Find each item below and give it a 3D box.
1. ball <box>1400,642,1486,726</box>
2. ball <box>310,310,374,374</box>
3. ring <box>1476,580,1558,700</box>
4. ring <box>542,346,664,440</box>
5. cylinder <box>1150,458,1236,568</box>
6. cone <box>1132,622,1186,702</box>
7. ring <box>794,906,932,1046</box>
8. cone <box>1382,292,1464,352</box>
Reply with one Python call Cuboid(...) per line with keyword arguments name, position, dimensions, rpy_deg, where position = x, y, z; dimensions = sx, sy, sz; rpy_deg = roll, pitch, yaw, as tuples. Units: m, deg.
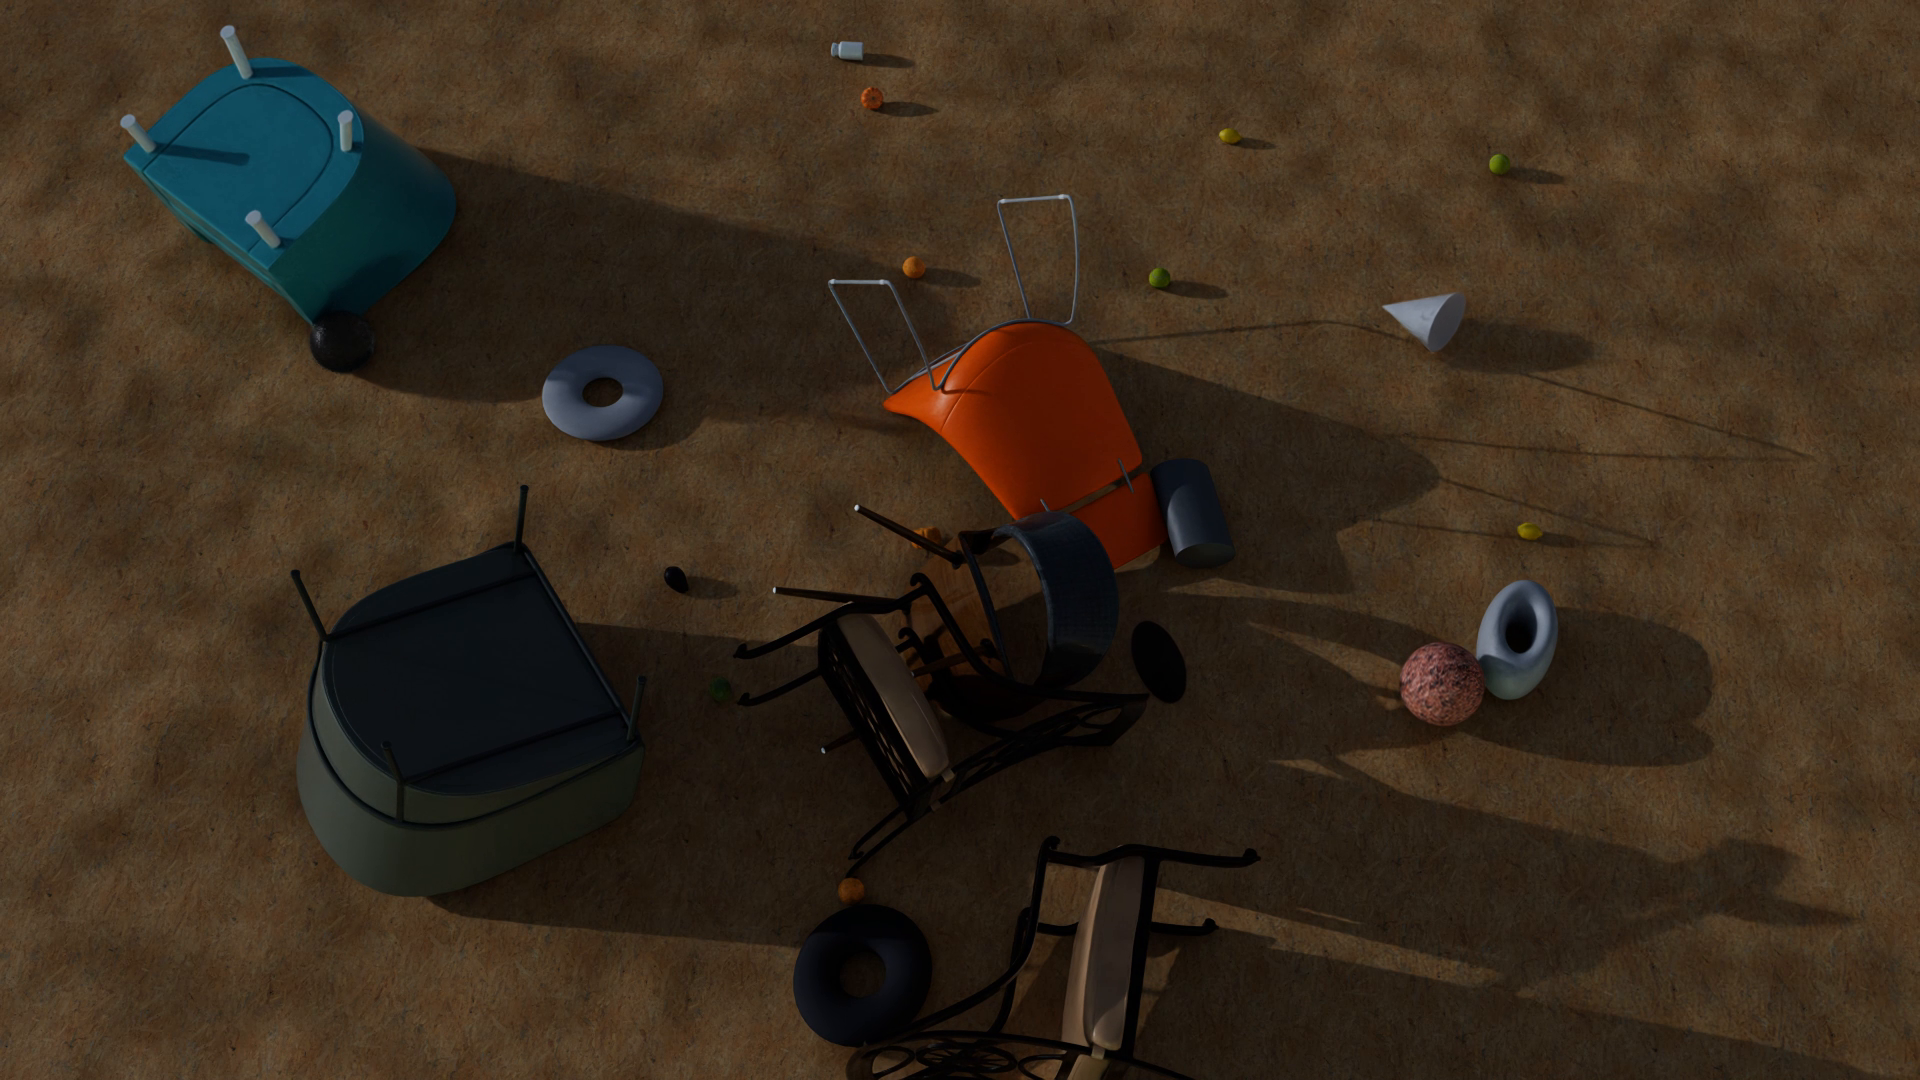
Cuboid(name="ball", position=(1.351, 0.403, 6.161), dimensions=(0.236, 0.236, 0.236), rpy_deg=(0, 56, 0))
Cuboid(name="ball", position=(-1.931, -0.620, 6.871), dimensions=(0.197, 0.197, 0.197), rpy_deg=(0, 56, 0))
Cuboid(name="ring", position=(1.593, 0.284, 6.290), dimensions=(0.218, 0.157, 0.387), rpy_deg=(16, 56, 8))
Cuboid(name="ring", position=(-1.112, -0.460, 6.848), dimensions=(0.378, 0.059, 0.373), rpy_deg=(-5, 56, -4))
Cuboid(name="cylinder", position=(0.692, -0.080, 6.542), dimensions=(0.193, 0.131, 0.309), rpy_deg=(4, 53, -24))
Cuboid(name="cone", position=(0.606, 0.346, 6.301), dimensions=(0.114, 0.164, 0.258), rpy_deg=(0, 53, -45))
Cuboid(name="ring", position=(-0.255, 1.138, 5.762), dimensions=(0.358, 0.082, 0.402), rpy_deg=(19, 58, 12))
Cuboid(name="cone", position=(1.447, -0.720, 7.012), dimensions=(0.234, 0.158, 0.238), rpy_deg=(20, 55, 35))
